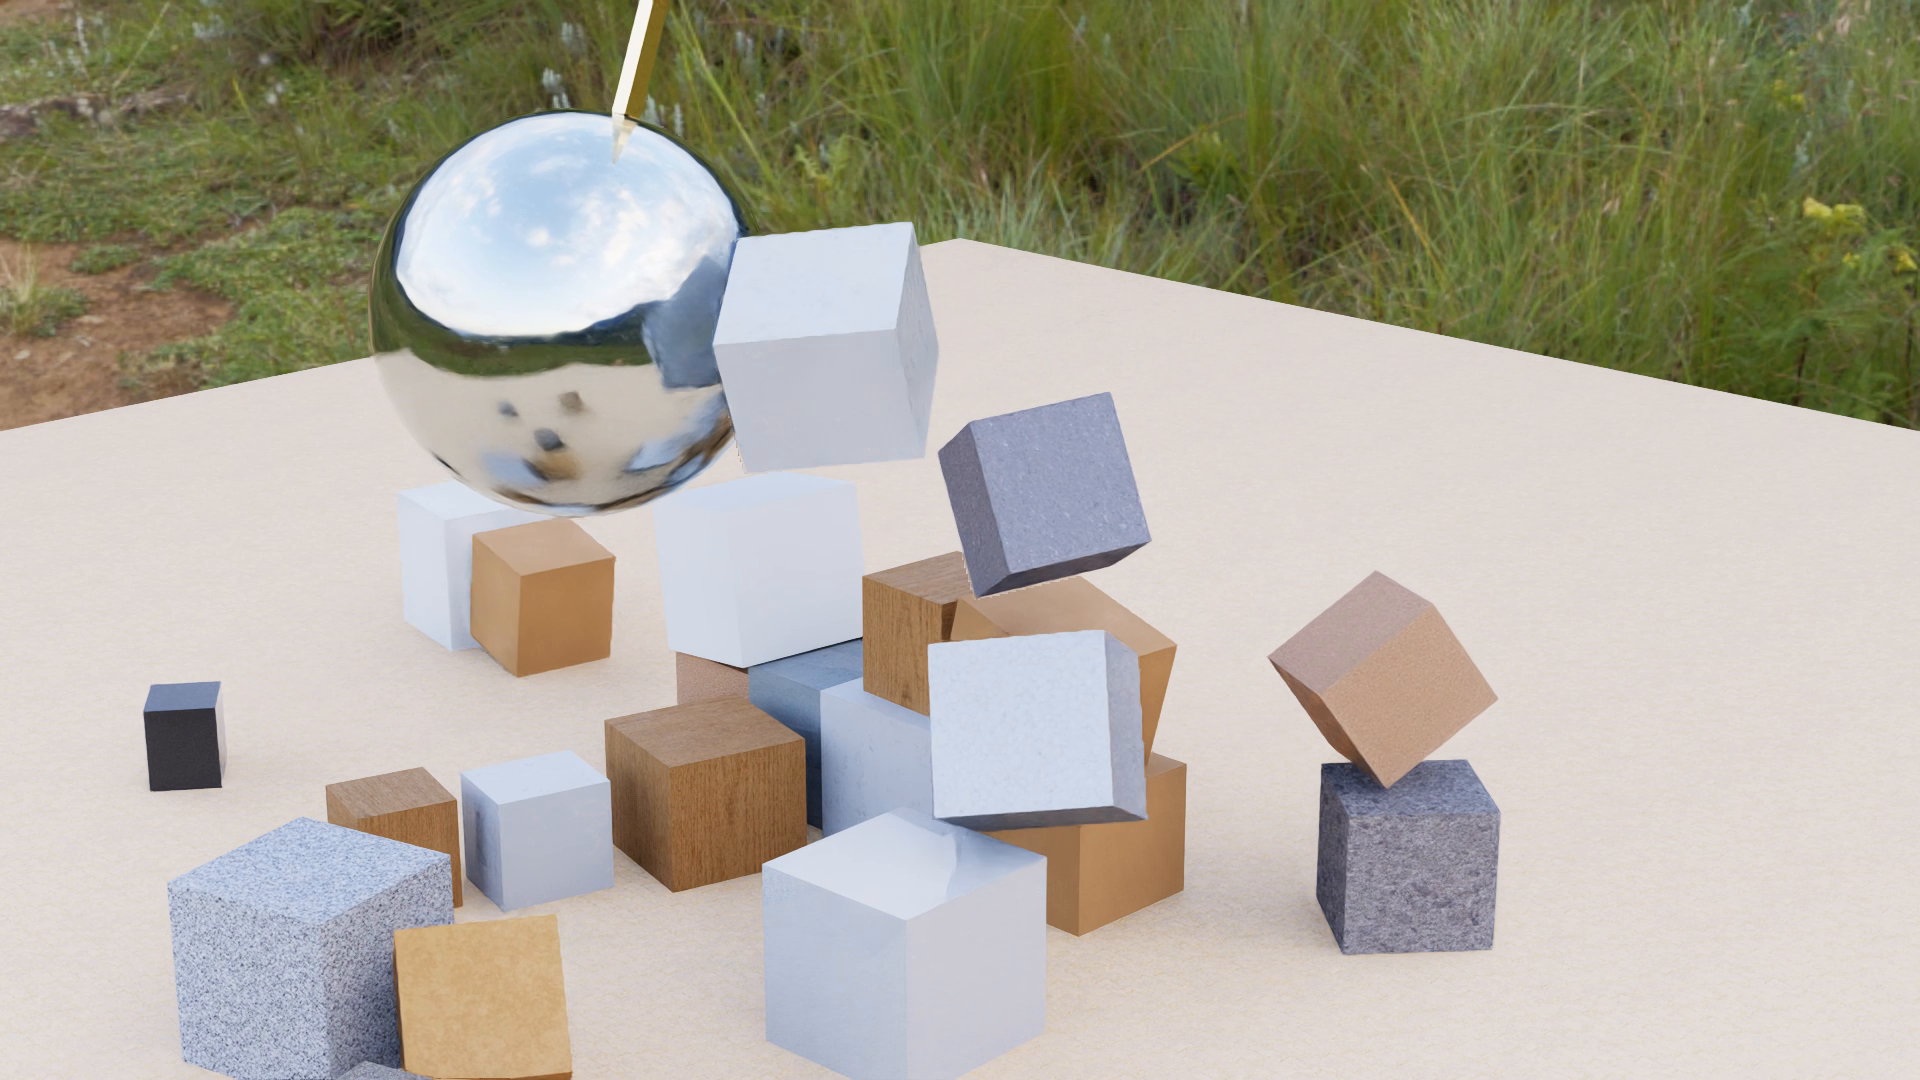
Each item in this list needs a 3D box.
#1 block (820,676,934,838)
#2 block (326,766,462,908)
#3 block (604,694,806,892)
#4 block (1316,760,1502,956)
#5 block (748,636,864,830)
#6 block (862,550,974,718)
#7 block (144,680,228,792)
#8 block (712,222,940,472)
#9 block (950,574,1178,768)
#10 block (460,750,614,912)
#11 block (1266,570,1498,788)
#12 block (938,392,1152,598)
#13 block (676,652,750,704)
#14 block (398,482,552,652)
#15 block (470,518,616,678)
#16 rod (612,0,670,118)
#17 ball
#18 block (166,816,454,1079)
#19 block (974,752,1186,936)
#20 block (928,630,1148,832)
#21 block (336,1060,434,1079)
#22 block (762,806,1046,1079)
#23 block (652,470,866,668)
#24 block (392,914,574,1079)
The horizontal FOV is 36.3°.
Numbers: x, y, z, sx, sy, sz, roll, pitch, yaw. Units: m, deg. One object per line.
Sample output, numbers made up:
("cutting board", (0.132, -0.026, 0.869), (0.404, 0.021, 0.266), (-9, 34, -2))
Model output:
("block", (-0.024, 1.055, 13.695), (0.941, 0.776, 0.813), (-16, 24, -42))
("block", (-2.534, 1.369, 13.128), (0.456, 0.516, 0.451), (-10, 20, -28))
("block", (-1.182, 1.164, 13.626), (0.687, 0.609, 0.696), (-10, 20, -29))
("block", (1.956, 1.384, 12.862), (0.656, 0.647, 0.612), (-1, 17, -4))
("block", (-0.553, 0.933, 14.197), (0.662, 0.707, 0.651), (-16, 24, -42))
("block", (-0.048, 0.434, 13.447), (0.577, 0.557, 0.551), (-15, 23, -39))
("block", (-3.841, 0.972, 14.551), (0.342, 0.421, 0.386), (-3, 18, -9))
("block", (-0.480, -0.713, 10.805), (0.664, 0.582, 0.679), (-4, 39, 9))
("block", (0.415, 0.629, 12.940), (0.661, 0.639, 0.720), (-14, 37, -40))
("block", (-1.917, 1.313, 13.302), (0.537, 0.518, 0.449), (-10, 20, -29))
("block", (1.852, 0.606, 12.896), (0.629, 0.548, 0.647), (-38, 19, -4))
("block", (0.346, -0.185, 12.261), (0.623, 0.645, 0.581), (-13, -8, -16))
("block", (-0.987, 0.832, 14.655), (0.604, 0.624, 0.600), (-16, 24, -42))
("block", (-2.744, 0.123, 16.654), (0.644, 0.775, 0.648), (-11, 21, -32))
("block", (-2.307, 0.309, 16.182), (0.579, 0.624, 0.564), (-12, 31, -34))
("rod", (-0.653, -4.173, 11.346), (0.080, 5.200, 0.080), (17, 3, 42))
("ball", (-1.506, -0.885, 11.485), (1.600, 1.600, 1.600), (0, 17, 0))
("block", (-2.572, 1.672, 11.723), (0.787, 0.781, 0.767), (10, 20, 29))
("block", (0.519, 1.294, 13.201), (0.701, 0.615, 0.700), (-17, 24, -42))
("block", (0.321, 0.781, 11.840), (0.716, 0.693, 0.699), (-5, -11, 14))
("block", (-2.038, 2.235, 10.349), (0.513, 0.530, 0.499), (9, 19, 26))
("block", (-0.220, 1.648, 11.804), (0.788, 0.778, 0.817), (15, 23, 40))
("block", (-0.977, 0.130, 14.417), (0.757, 0.764, 0.676), (-14, 14, -35))
("block", (-1.833, 1.821, 11.219), (0.610, 0.606, 0.521), (-4, -21, -13))
